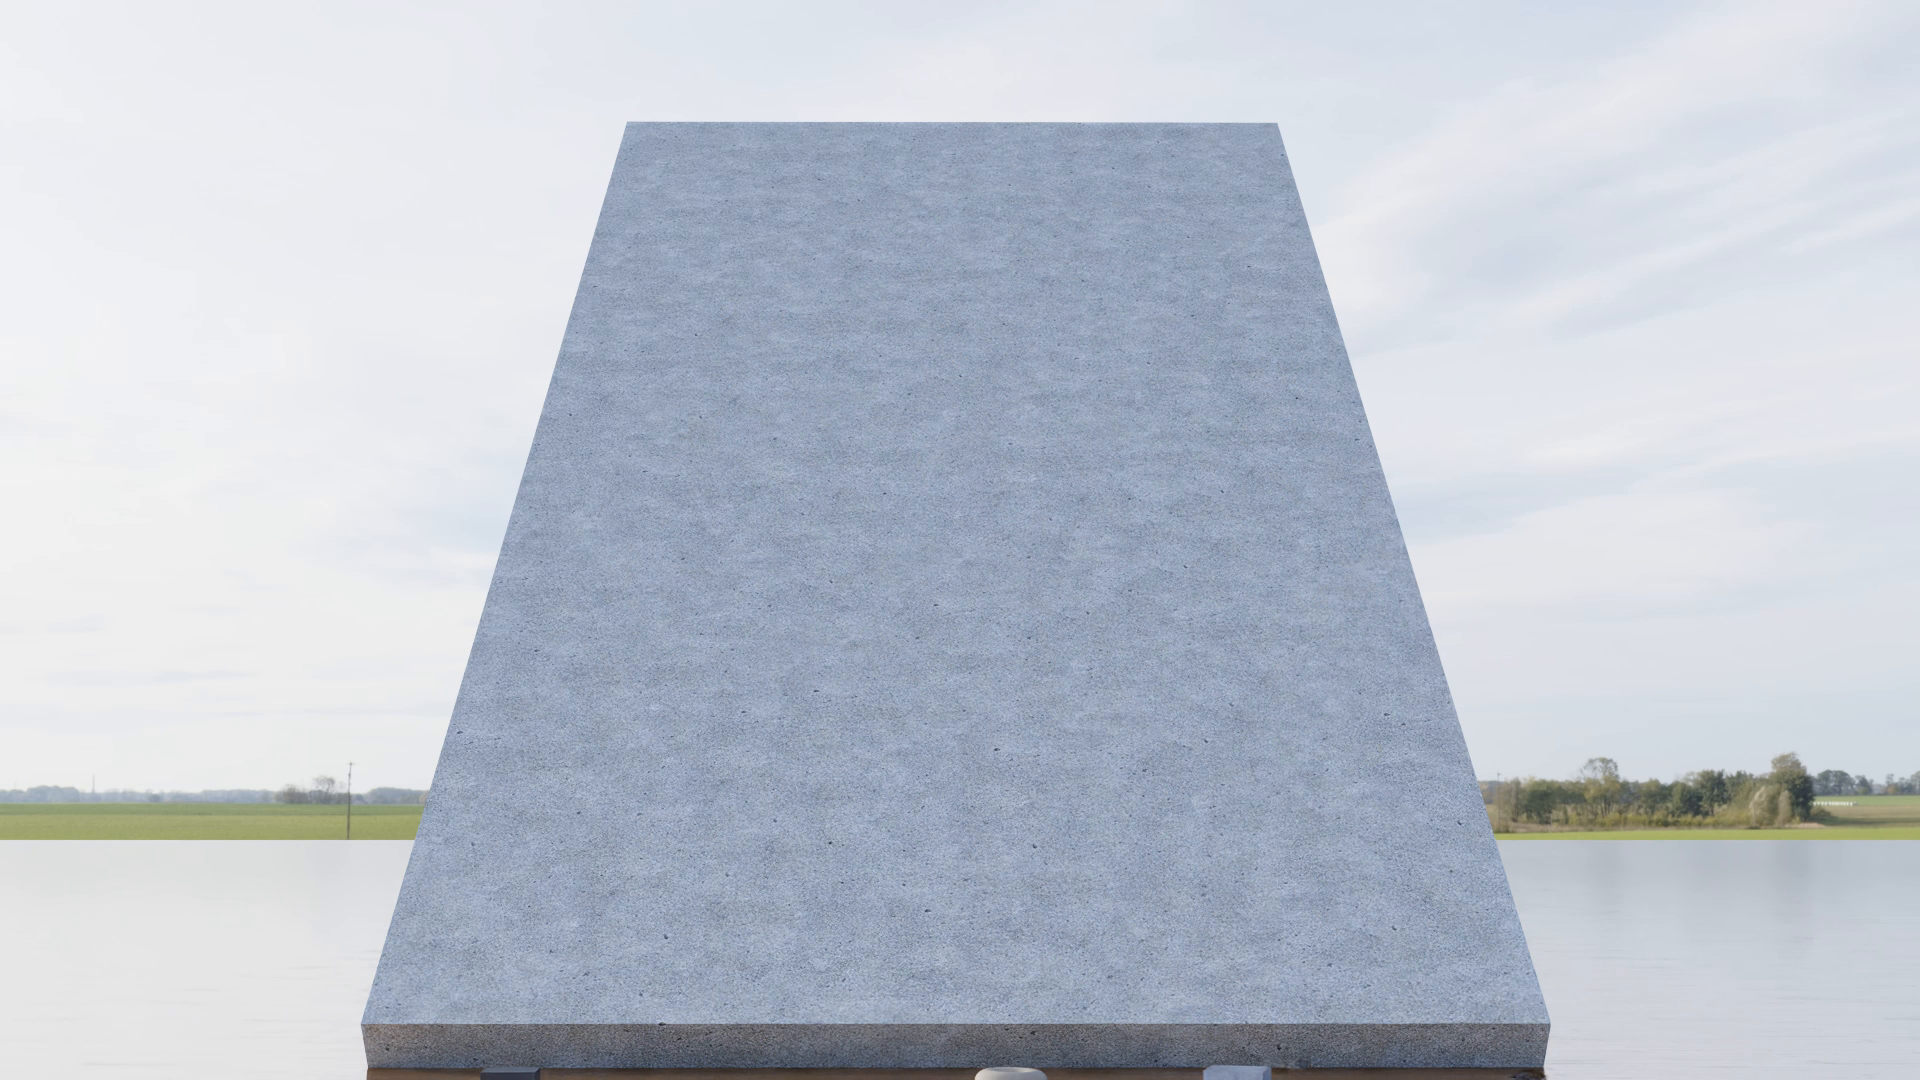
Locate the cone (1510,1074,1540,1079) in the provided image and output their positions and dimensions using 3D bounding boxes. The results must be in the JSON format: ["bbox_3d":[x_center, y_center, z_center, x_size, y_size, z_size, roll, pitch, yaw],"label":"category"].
[{"bbox_3d":[0.817,0.807,3.511,0.060,0.060,0.060,-2,-34,20],"label":"cone"}]

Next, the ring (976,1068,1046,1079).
[{"bbox_3d":[0.079,0.828,3.728,0.113,0.038,0.113,1,-7,0],"label":"ring"}]

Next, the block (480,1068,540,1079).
[{"bbox_3d":[-0.617,0.763,3.344,0.073,0.073,0.073,1,-7,-4],"label":"block"}]

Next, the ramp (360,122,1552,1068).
[{"bbox_3d":[-0.015,-0.194,5.828,2.000,0.100,4.000,0,32,0],"label":"ramp"}]

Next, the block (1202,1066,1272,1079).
[{"bbox_3d":[0.375,0.754,3.291,0.080,0.080,0.080,-2,-7,15],"label":"block"}]
